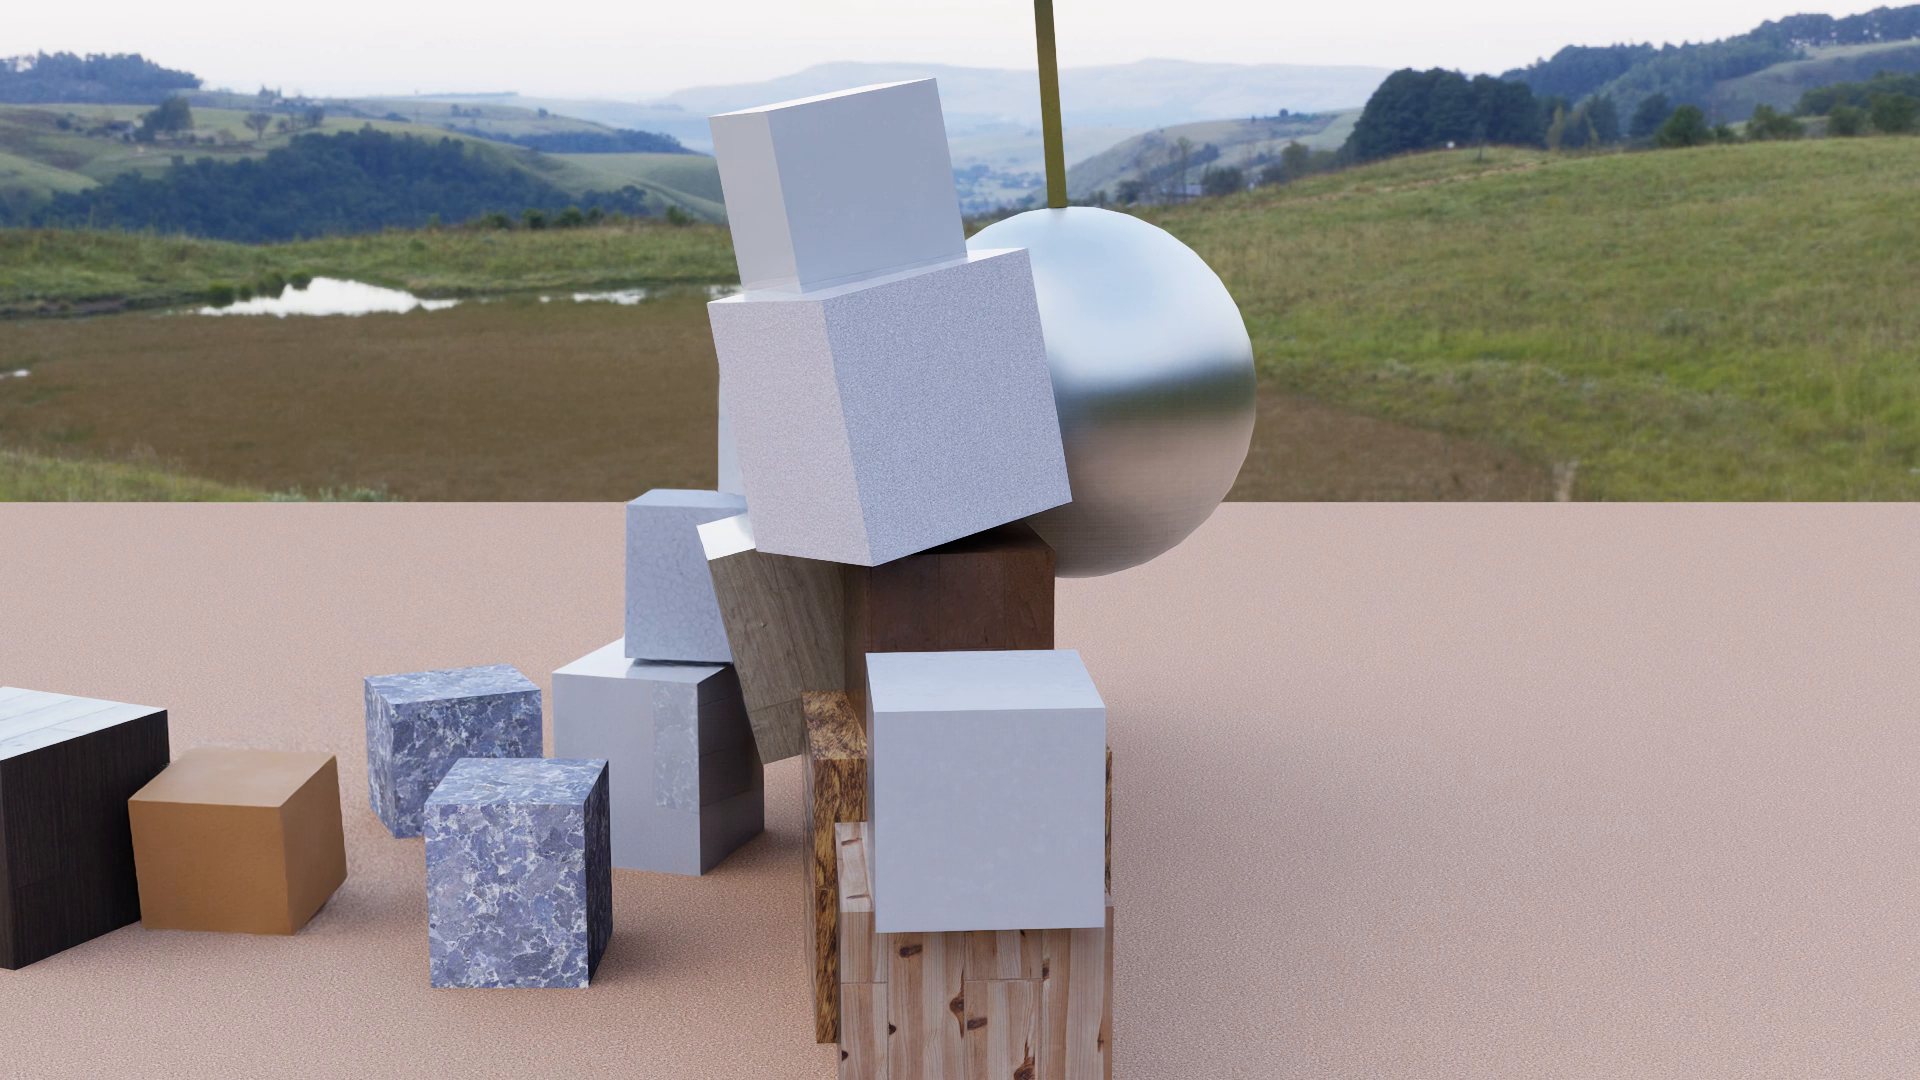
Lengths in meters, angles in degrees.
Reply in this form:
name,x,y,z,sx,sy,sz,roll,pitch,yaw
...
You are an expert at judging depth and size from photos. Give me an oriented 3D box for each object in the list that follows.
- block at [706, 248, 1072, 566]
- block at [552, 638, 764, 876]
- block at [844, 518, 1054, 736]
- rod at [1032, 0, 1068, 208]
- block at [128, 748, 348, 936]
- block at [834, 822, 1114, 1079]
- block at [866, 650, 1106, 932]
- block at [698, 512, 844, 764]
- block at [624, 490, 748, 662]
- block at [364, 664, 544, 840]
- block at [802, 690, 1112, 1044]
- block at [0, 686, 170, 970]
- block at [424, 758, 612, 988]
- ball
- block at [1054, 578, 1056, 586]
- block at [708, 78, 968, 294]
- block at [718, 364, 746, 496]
name,x,y,z,sx,sy,sz,roll,pitch,yaw
block,-0.265,-0.520,9.682,0.924,0.972,0.815,-18,14,-33
block,-1.369,0.974,11.756,0.700,0.876,0.774,3,11,17
block,-0.054,0.323,9.870,0.709,0.686,0.735,-2,10,-9
rod,0.208,-3.969,10.459,0.080,5.200,0.080,-5,10,1
block,-3.034,1.265,10.820,0.658,0.576,0.592,2,17,9
block,0.023,1.518,8.874,0.888,0.839,1.009,-1,10,-4
block,0.068,0.806,8.442,0.723,0.716,0.819,-1,10,-4
block,-0.522,0.303,10.709,0.917,0.860,0.947,-15,10,-6
block,-1.056,0.159,11.799,0.850,0.694,0.683,2,7,3
block,-2.420,0.999,12.272,0.710,0.644,0.595,-5,11,-24
block,-0.041,1.215,9.882,1.084,1.074,1.053,-1,10,-6
block,-3.968,1.174,10.703,0.929,0.860,0.922,5,11,25
block,-1.749,1.318,10.244,0.613,0.741,0.673,0,10,1
ball,0.480,-0.634,11.065,1.600,1.600,1.600,0,10,0
block,-0.002,-0.189,13.126,0.962,1.050,0.934,1,10,3
block,-0.468,-1.340,9.706,0.670,0.669,0.700,-15,13,-21
block,-0.618,-0.643,11.974,0.741,0.872,0.692,7,10,40
